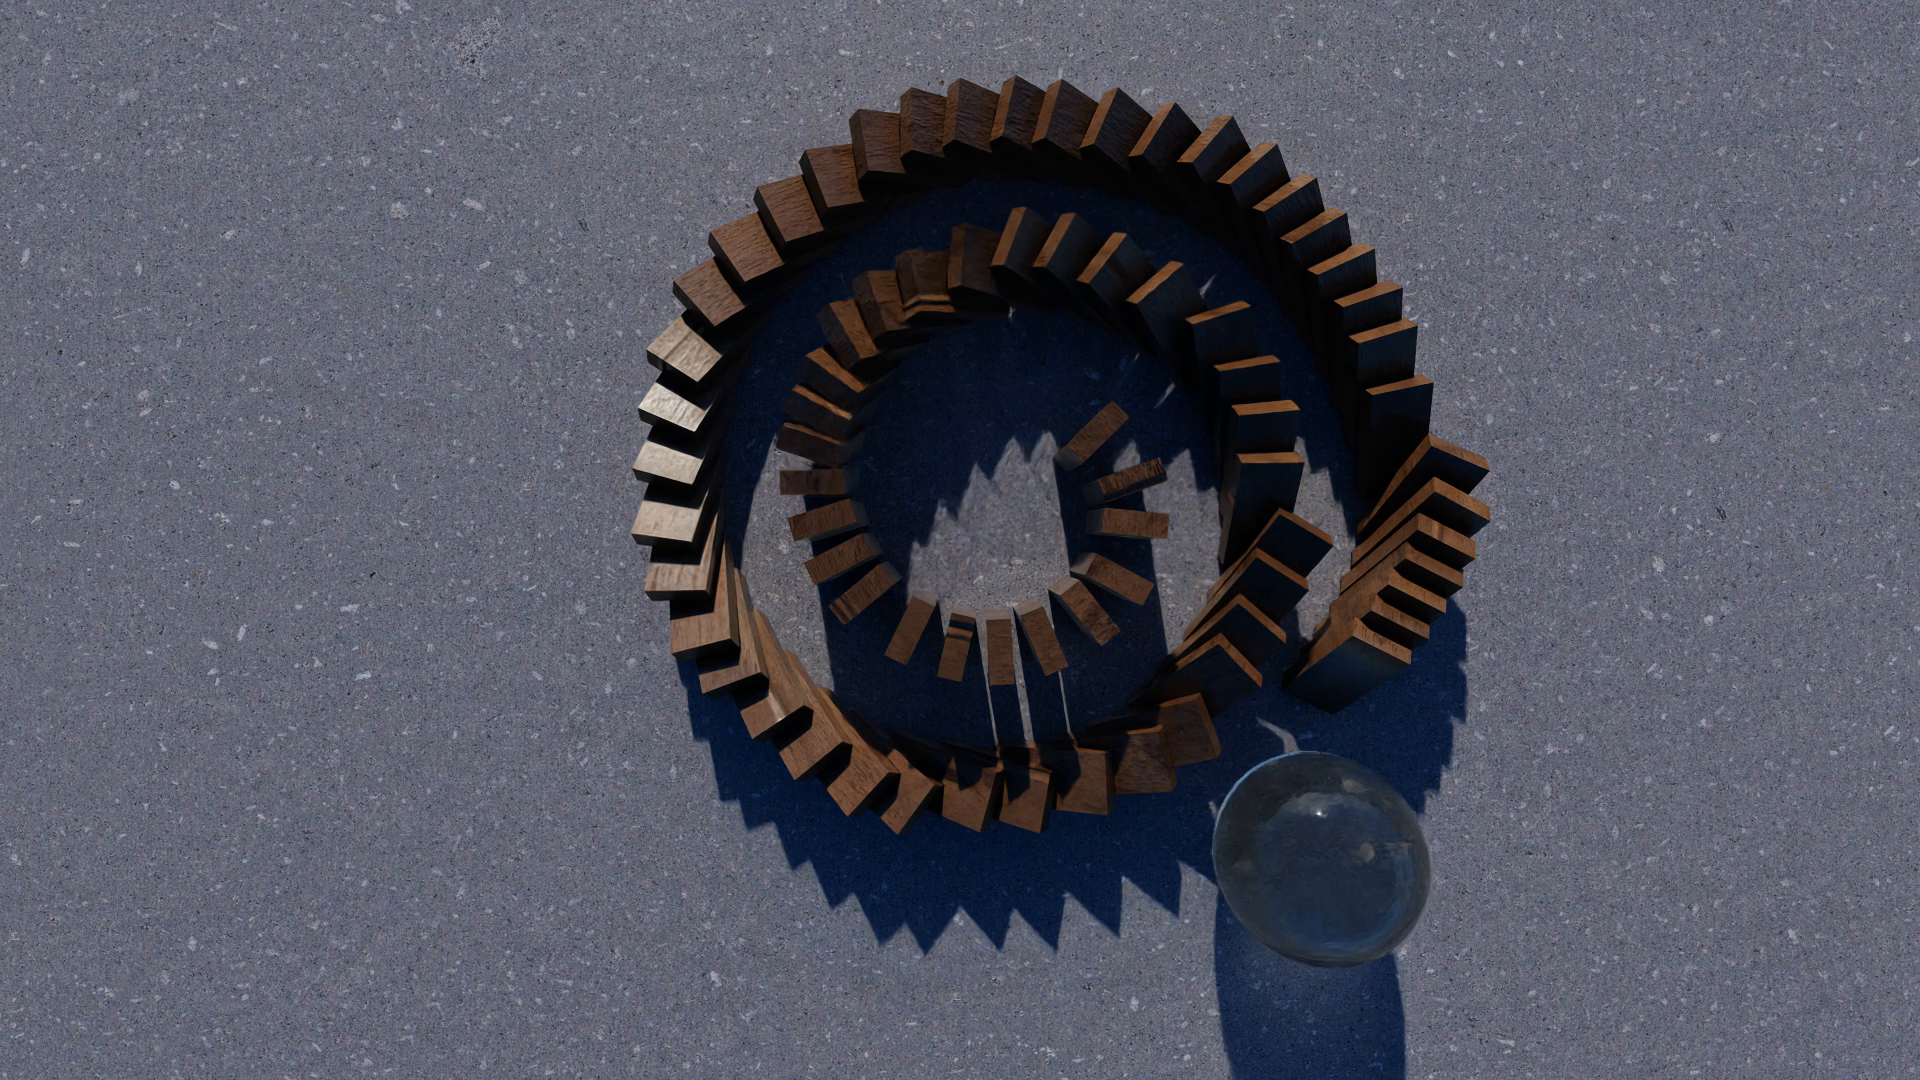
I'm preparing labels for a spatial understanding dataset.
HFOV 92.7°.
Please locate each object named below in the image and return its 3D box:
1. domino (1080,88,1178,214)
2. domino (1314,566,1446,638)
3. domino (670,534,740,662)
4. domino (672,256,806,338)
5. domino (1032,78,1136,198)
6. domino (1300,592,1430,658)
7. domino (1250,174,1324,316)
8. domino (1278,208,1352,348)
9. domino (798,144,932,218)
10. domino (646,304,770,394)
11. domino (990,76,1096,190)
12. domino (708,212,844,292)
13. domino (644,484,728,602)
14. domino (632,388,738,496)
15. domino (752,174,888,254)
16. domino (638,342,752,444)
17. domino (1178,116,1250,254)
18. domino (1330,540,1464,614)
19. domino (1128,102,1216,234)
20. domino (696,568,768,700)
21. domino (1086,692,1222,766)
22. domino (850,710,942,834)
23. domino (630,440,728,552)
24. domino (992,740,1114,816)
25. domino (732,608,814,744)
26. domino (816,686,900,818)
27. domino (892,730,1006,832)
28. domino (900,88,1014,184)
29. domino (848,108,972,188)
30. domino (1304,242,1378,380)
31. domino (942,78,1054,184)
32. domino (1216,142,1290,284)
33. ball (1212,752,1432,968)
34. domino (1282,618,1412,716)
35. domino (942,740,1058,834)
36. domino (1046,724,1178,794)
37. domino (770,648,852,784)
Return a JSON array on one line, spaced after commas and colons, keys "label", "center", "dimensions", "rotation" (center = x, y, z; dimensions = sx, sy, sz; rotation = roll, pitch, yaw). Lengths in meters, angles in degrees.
[{"label": "domino", "center": [0.076, -0.162, 0.383], "dimensions": [0.050, 0.009, 0.025], "rotation": [24, 89, -31]}, {"label": "domino", "center": [0.172, 0.033, 0.377], "dimensions": [0.025, 0.050, 0.010], "rotation": [27, 52, 0]}, {"label": "domino", "center": [-0.107, 0.024, 0.382], "dimensions": [0.025, 0.009, 0.050], "rotation": [-15, 59, 4]}, {"label": "domino", "center": [-0.092, -0.109, 0.384], "dimensions": [0.025, 0.010, 0.050], "rotation": [48, 63, 1]}, {"label": "domino", "center": [0.055, -0.166, 0.382], "dimensions": [0.050, 0.010, 0.025], "rotation": [18, 87, -31]}, {"label": "domino", "center": [0.165, 0.043, 0.377], "dimensions": [0.025, 0.050, 0.010], "rotation": [27, 52, 0]}, {"label": "domino", "center": [0.141, -0.122, 0.382], "dimensions": [0.025, 0.010, 0.050], "rotation": [-33, 125, 0]}, {"label": "domino", "center": [0.151, -0.108, 0.381], "dimensions": [0.025, 0.010, 0.050], "rotation": [-29, 127, 0]}, {"label": "domino", "center": [-0.039, -0.152, 0.384], "dimensions": [0.050, 0.010, 0.025], "rotation": [-21, 90, -28]}, {"label": "domino", "center": [-0.104, -0.086, 0.384], "dimensions": [0.025, 0.010, 0.050], "rotation": [33, 62, 2]}, {"label": "domino", "center": [0.038, -0.169, 0.383], "dimensions": [0.050, 0.010, 0.025], "rotation": [13, 90, -32]}, {"label": "domino", "center": [-0.077, -0.126, 0.384], "dimensions": [0.050, 0.010, 0.025], "rotation": [-34, 89, -26]}, {"label": "domino", "center": [-0.114, 0.001, 0.383], "dimensions": [0.025, 0.009, 0.050], "rotation": [-1, 61, 2]}, {"label": "domino", "center": [-0.114, -0.045, 0.384], "dimensions": [0.025, 0.009, 0.050], "rotation": [15, 62, 0]}, {"label": "domino", "center": [-0.058, -0.141, 0.385], "dimensions": [0.050, 0.010, 0.025], "rotation": [-27, 90, -26]}, {"label": "domino", "center": [-0.110, -0.067, 0.384], "dimensions": [0.025, 0.010, 0.050], "rotation": [23, 62, 0]}, {"label": "domino", "center": [0.113, -0.147, 0.381], "dimensions": [0.025, 0.009, 0.050], "rotation": [-49, 126, -2]}, {"label": "domino", "center": [0.178, 0.023, 0.377], "dimensions": [0.025, 0.050, 0.010], "rotation": [27, 52, 0]}, {"label": "domino", "center": [0.096, -0.154, 0.383], "dimensions": [0.050, 0.010, 0.025], "rotation": [32, 90, -31]}, {"label": "domino", "center": [-0.099, 0.039, 0.384], "dimensions": [0.025, 0.009, 0.050], "rotation": [-21, 61, 0]}, {"label": "domino", "center": [0.081, 0.083, 0.384], "dimensions": [0.050, 0.010, 0.025], "rotation": [-21, 90, 28]}, {"label": "domino", "center": [-0.034, 0.097, 0.384], "dimensions": [0.050, 0.009, 0.025], "rotation": [36, 90, 27]}, {"label": "domino", "center": [-0.116, -0.020, 0.383], "dimensions": [0.025, 0.010, 0.050], "rotation": [8, 61, 3]}, {"label": "domino", "center": [0.039, 0.099, 0.384], "dimensions": [0.050, 0.009, 0.025], "rotation": [-2, 90, 27]}, {"label": "domino", "center": [-0.084, 0.057, 0.384], "dimensions": [0.025, 0.009, 0.050], "rotation": [-33, 62, 0]}, {"label": "domino", "center": [-0.051, 0.088, 0.383], "dimensions": [0.025, 0.010, 0.050], "rotation": [-48, 61, 3]}, {"label": "domino", "center": [-0.008, 0.101, 0.385], "dimensions": [0.050, 0.009, 0.025], "rotation": [15, 90, 26]}, {"label": "domino", "center": [-0.001, -0.168, 0.383], "dimensions": [0.050, 0.010, 0.025], "rotation": [0, 90, -32]}, {"label": "domino", "center": [-0.020, -0.163, 0.383], "dimensions": [0.050, 0.009, 0.025], "rotation": [-9, 90, -32]}, {"label": "domino", "center": [0.160, -0.094, 0.381], "dimensions": [0.025, 0.009, 0.050], "rotation": [-25, 126, 0]}, {"label": "domino", "center": [0.017, -0.170, 0.382], "dimensions": [0.050, 0.010, 0.025], "rotation": [6, 88, -32]}, {"label": "domino", "center": [0.127, -0.135, 0.381], "dimensions": [0.025, 0.010, 0.050], "rotation": [-41, 126, -1]}, {"label": "ball", "center": [0.140, 0.124, 0.360], "dimensions": [0.080, 0.080, 0.080], "rotation": [0, 90, 0]}, {"label": "domino", "center": [0.158, 0.053, 0.377], "dimensions": [0.025, 0.050, 0.010], "rotation": [27, 52, 0]}, {"label": "domino", "center": [0.014, 0.103, 0.385], "dimensions": [0.050, 0.009, 0.025], "rotation": [10, 90, 26]}, {"label": "domino", "center": [0.063, 0.093, 0.384], "dimensions": [0.050, 0.010, 0.025], "rotation": [-12, 93, 28]}, {"label": "domino", "center": [-0.069, 0.073, 0.384], "dimensions": [0.025, 0.010, 0.050], "rotation": [-39, 62, 1]}]
